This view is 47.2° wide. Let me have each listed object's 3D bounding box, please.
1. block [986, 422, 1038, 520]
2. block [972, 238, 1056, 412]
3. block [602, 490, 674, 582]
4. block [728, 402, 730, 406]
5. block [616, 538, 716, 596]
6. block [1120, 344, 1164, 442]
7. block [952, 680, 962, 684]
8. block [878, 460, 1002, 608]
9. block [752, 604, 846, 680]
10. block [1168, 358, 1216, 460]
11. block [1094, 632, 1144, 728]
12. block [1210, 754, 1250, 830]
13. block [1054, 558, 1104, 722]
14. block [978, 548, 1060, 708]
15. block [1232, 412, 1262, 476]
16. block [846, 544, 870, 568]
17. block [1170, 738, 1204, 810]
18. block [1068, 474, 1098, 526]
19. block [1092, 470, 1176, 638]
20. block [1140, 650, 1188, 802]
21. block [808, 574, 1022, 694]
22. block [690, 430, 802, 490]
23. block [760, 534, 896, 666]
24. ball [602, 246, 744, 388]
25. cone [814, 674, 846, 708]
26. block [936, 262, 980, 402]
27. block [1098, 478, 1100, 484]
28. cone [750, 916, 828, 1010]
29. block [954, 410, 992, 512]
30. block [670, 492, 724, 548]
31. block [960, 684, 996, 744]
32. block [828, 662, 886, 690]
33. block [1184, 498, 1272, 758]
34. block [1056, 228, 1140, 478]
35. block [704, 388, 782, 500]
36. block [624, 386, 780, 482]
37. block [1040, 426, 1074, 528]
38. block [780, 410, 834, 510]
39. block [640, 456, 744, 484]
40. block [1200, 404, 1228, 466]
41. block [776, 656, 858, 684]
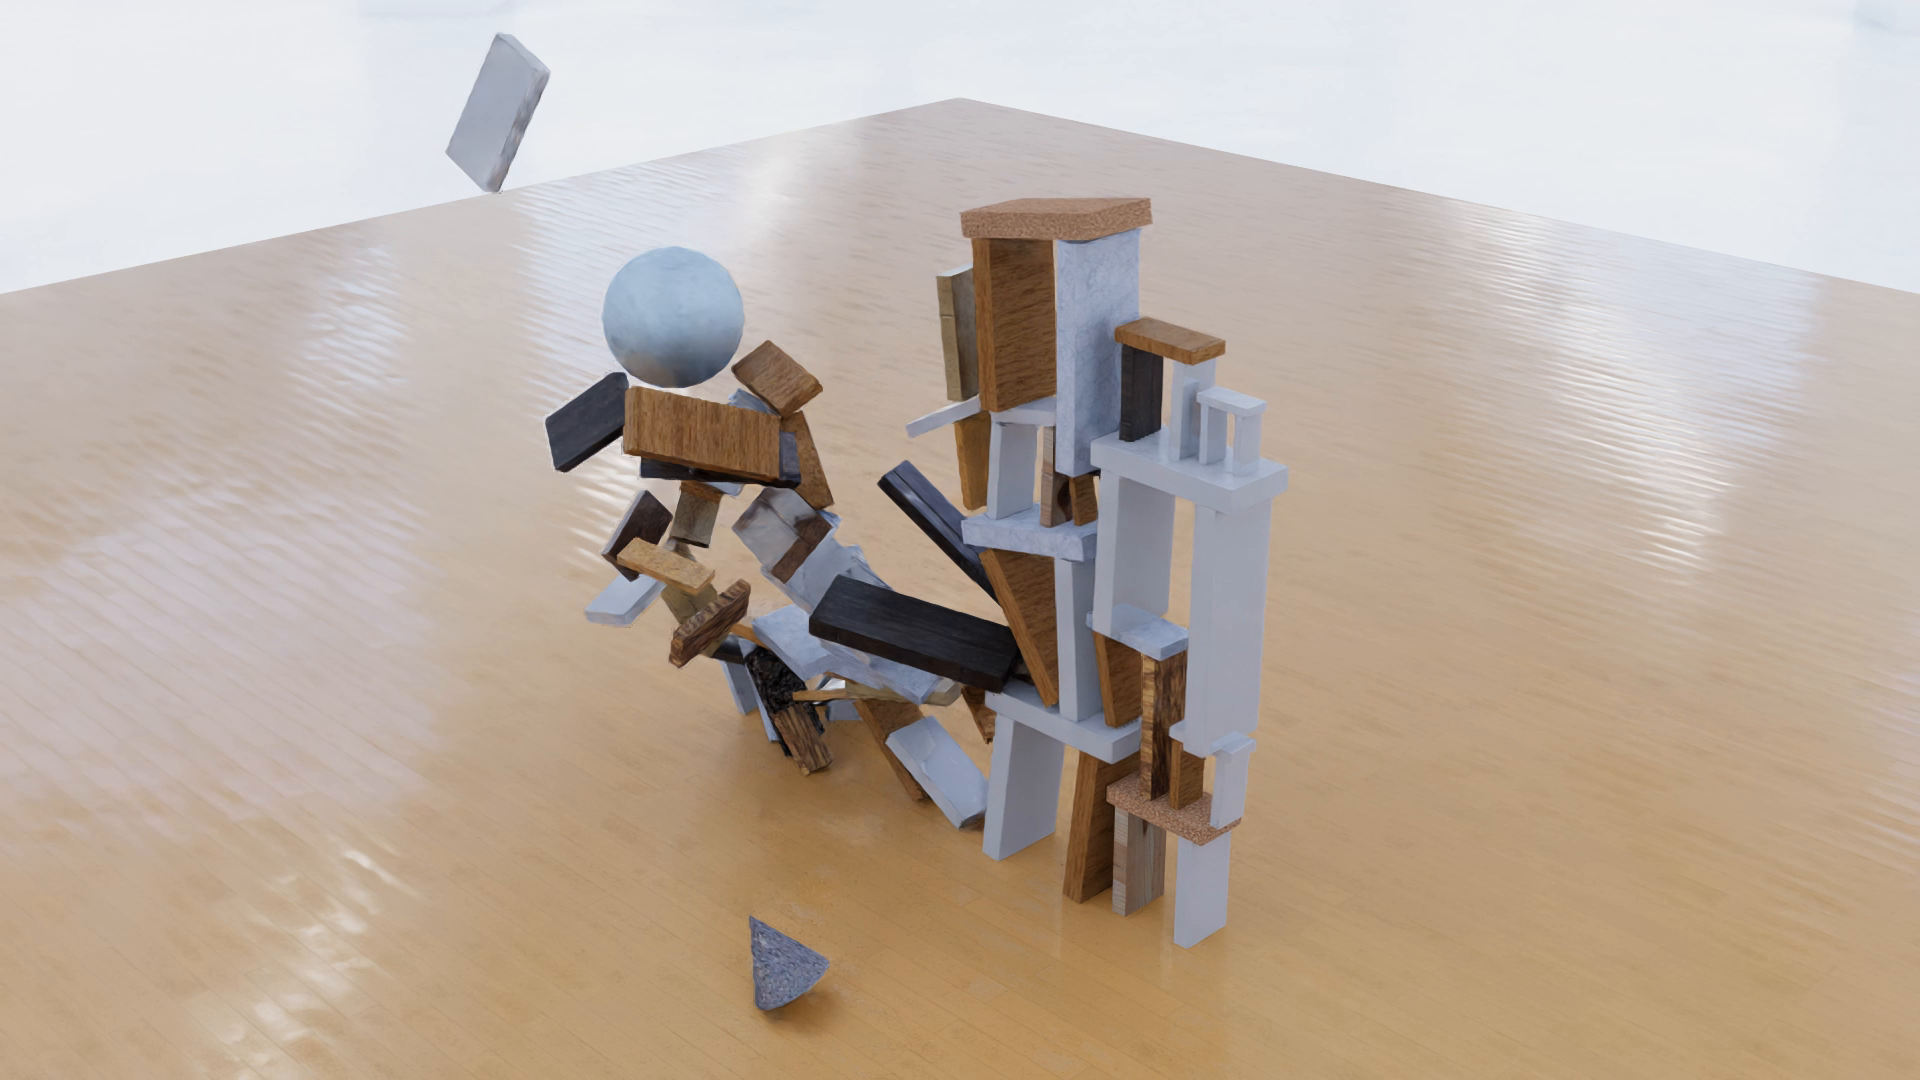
[{"bbox_3d":[0.097,-0.137,4.067,0.095,0.190,0.027,-20,34,-38],"label":"block"},{"bbox_3d":[0.101,-0.401,3.953,0.157,0.313,0.044,-20,25,-38],"label":"block"},{"bbox_3d":[-0.645,-0.009,4.403,0.024,0.085,0.169,-11,42,42],"label":"block"},{"bbox_3d":[-0.490,-0.239,4.616,0.046,0.092,0.013,29,3,-7],"label":"block"},{"bbox_3d":[-0.566,0.051,4.230,0.178,0.019,0.067,21,40,16],"label":"block"},{"bbox_3d":[0.312,-0.261,3.775,0.024,0.171,0.086,20,30,38],"label":"block"},{"bbox_3d":[0.050,0.274,4.380,0.065,0.018,0.130,-12,11,-38],"label":"block"},{"bbox_3d":[0.041,0.039,4.206,0.487,0.026,0.091,45,38,6],"label":"block"},{"bbox_3d":[-0.321,0.203,4.512,0.121,0.034,0.242,-23,31,-21],"label":"block"},{"bbox_3d":[0.391,-0.228,3.702,0.024,0.171,0.085,22,32,40],"label":"block"},{"bbox_3d":[0.295,0.241,4.009,0.090,0.181,0.026,-21,19,-40],"label":"block"},{"bbox_3d":[0.478,0.437,3.895,0.070,0.140,0.020,-21,34,-41],"label":"block"},{"bbox_3d":[0.249,0.161,4.029,0.156,0.311,0.044,-20,26,-39],"label":"block"},{"bbox_3d":[0.165,0.142,4.119,0.156,0.311,0.044,-19,-7,-39],"label":"block"},{"bbox_3d":[0.475,-0.162,3.637,0.053,0.106,0.015,-22,32,-40],"label":"block"},{"bbox_3d":[-0.209,0.078,4.404,0.067,0.019,0.133,-18,70,-19],"label":"block"},{"bbox_3d":[0.410,0.410,3.957,0.070,0.140,0.020,-21,31,-41],"label":"block"},{"bbox_3d":[0.222,-0.078,3.959,0.049,0.099,0.014,-20,18,-39],"label":"block"},{"bbox_3d":[0.309,0.005,3.876,0.154,0.308,0.044,-21,32,-40],"label":"block"},{"bbox_3d":[0.367,0.324,3.966,0.090,0.292,0.026,-21,31,-41],"label":"block"},{"bbox_3d":[-0.081,0.177,4.162,0.386,0.040,0.143,17,40,12],"label":"block"},{"bbox_3d":[-0.406,-0.161,4.124,0.214,0.030,0.107,7,59,-30],"label":"block"},{"bbox_3d":[-0.240,0.102,4.351,0.285,0.040,0.143,40,65,8],"label":"block"},{"bbox_3d":[-0.577,-0.447,4.425,0.285,0.285,0.285,0,23,0],"label":"ball"},{"bbox_3d":[-0.275,0.329,4.886,0.174,0.174,0.174,-31,28,-3],"label":"cone"},{"bbox_3d":[0.015,-0.382,4.029,0.033,0.234,0.117,8,23,36],"label":"block"},{"bbox_3d":[0.271,-0.070,3.907,0.014,0.099,0.049,14,27,43],"label":"block"},{"bbox_3d":[-0.328,0.710,3.816,0.148,0.148,0.148,-29,12,7],"label":"cone"},{"bbox_3d":[0.043,-0.152,4.116,0.091,0.183,0.026,-23,35,-25],"label":"block"},{"bbox_3d":[-0.547,-0.072,4.606,0.085,0.024,0.169,13,67,-4],"label":"block"},{"bbox_3d":[0.057,0.342,4.363,0.065,0.018,0.130,-6,52,-29],"label":"block"},{"bbox_3d":[-0.198,0.237,4.491,0.121,0.034,0.242,-28,28,-34],"label":"block"},{"bbox_3d":[0.459,0.137,3.774,0.044,0.465,0.154,22,31,40],"label":"block"},{"bbox_3d":[0.239,-0.328,3.821,0.157,0.417,0.044,-20,30,-38],"label":"block"},{"bbox_3d":[-0.456,-0.197,4.508,0.101,0.206,0.029,26,-9,7],"label":"block"},{"bbox_3d":[-0.459,-0.189,3.927,0.297,0.117,0.033,11,-19,-35],"label":"block"},{"bbox_3d":[0.190,-0.123,3.964,0.095,0.190,0.027,-20,32,-40],"label":"block"},{"bbox_3d":[-0.334,-0.151,4.463,0.101,0.202,0.029,-20,-10,3],"label":"block"},{"bbox_3d":[-0.511,-0.169,4.274,0.214,0.107,0.030,3,-2,-13],"label":"block"},{"bbox_3d":[0.425,-0.183,3.682,0.015,0.106,0.053,21,31,40],"label":"block"},{"bbox_3d":[-0.277,0.246,4.578,0.075,0.021,0.258,-29,30,-36],"label":"block"}]
